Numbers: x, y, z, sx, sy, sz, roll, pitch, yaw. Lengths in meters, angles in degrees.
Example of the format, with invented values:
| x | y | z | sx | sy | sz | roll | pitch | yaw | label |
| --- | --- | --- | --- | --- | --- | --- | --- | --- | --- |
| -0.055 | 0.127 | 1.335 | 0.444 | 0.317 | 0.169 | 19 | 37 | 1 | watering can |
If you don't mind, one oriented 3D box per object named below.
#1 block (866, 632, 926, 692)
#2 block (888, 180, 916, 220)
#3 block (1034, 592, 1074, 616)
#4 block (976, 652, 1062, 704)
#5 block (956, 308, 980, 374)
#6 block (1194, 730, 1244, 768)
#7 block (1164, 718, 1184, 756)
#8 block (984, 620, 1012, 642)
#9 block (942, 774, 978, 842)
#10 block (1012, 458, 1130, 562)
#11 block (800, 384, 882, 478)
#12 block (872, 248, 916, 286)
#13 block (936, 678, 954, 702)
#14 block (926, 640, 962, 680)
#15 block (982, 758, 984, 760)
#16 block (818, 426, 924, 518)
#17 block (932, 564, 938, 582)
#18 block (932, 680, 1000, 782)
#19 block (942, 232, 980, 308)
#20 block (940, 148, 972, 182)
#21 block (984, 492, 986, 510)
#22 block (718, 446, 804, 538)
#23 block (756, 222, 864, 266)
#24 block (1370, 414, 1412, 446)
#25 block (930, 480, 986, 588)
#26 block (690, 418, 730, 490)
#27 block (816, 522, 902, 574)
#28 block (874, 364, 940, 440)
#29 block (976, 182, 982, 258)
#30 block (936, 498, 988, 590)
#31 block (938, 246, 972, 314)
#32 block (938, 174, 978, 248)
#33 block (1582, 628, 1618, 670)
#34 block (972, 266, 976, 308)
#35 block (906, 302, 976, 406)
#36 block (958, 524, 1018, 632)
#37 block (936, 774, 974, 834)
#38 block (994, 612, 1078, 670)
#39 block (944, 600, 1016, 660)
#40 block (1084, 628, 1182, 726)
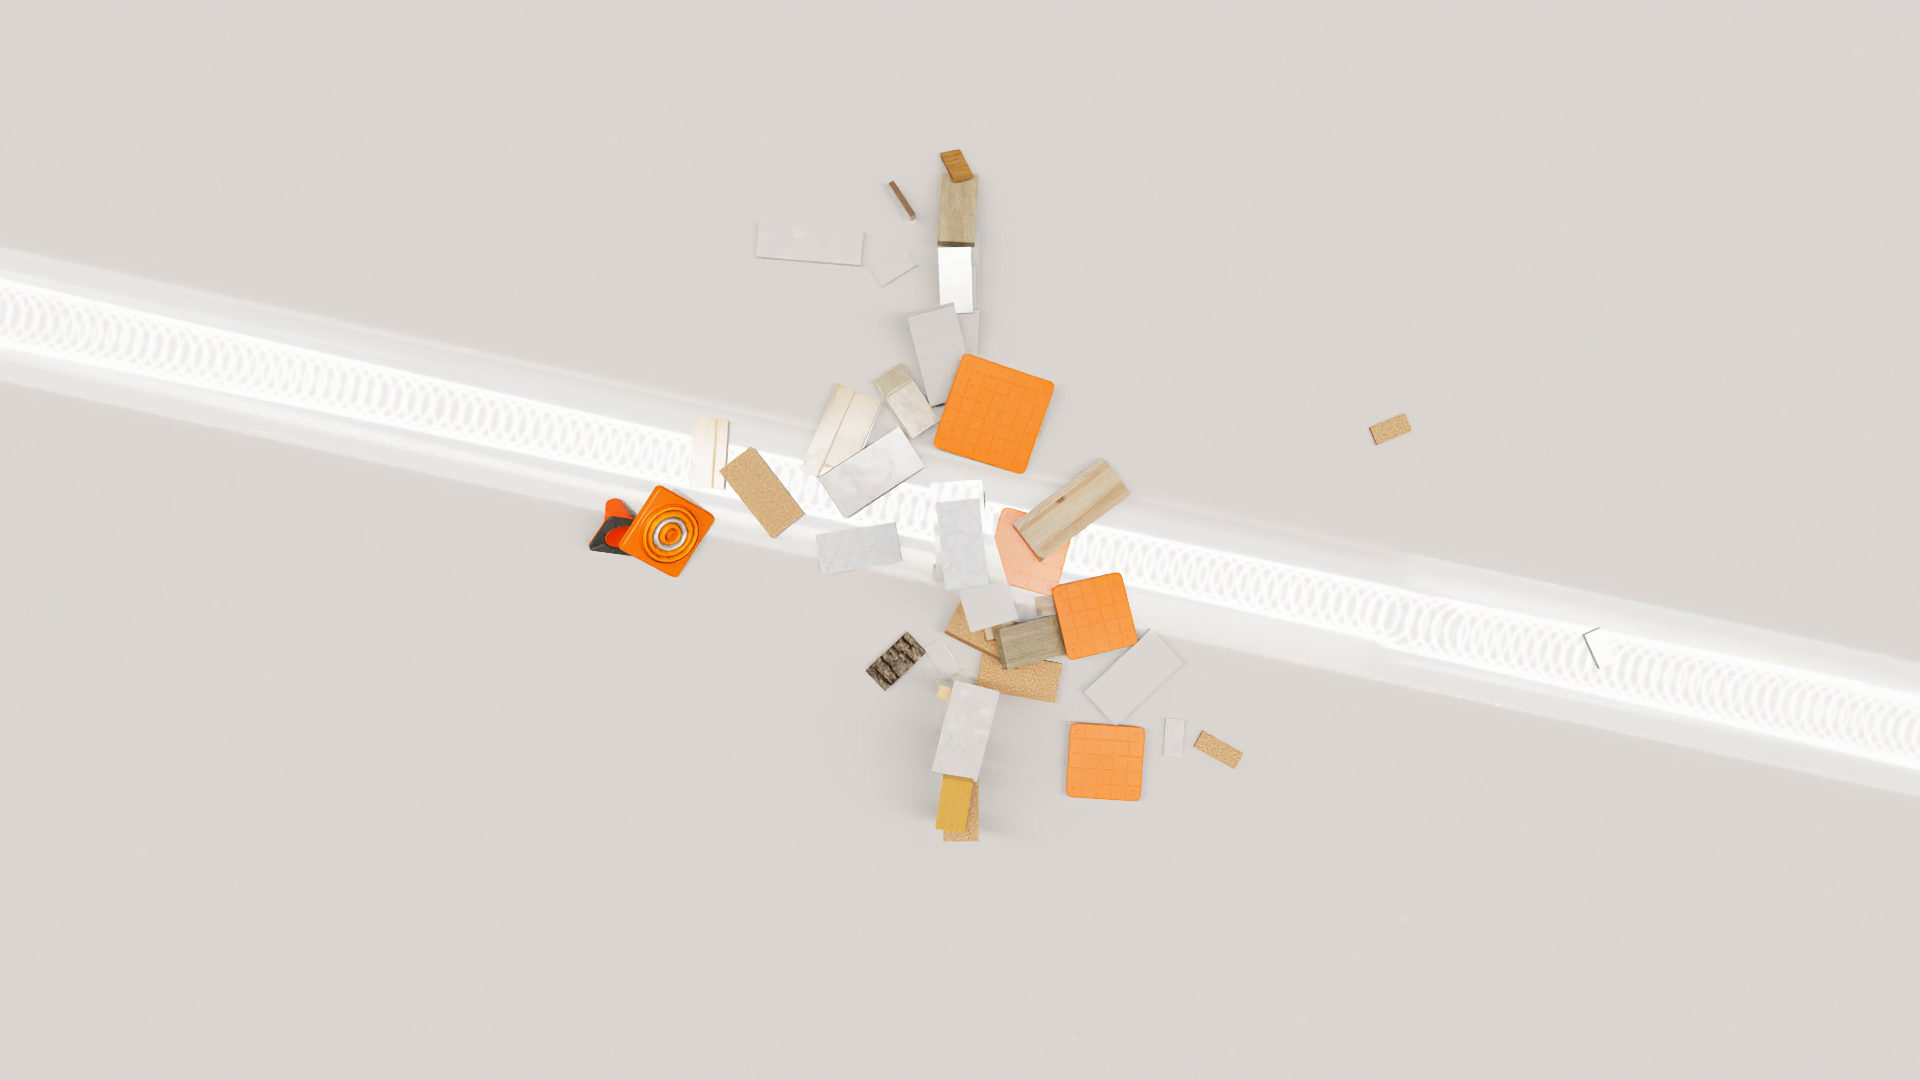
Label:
| x | y | z | sx | sy | sz | roll | pitch | yaw | label |
| --- | --- | --- | --- | --- | --- | --- | --- | --- | --- |
| -0.213 | 0.404 | 5.487 | 0.189 | 0.027 | 0.094 | -43 | 89 | 0 | block |
| -0.191 | -1.124 | 5.466 | 0.019 | 0.067 | 0.134 | -33 | 90 | 0 | block |
| 0.315 | 0.214 | 5.491 | 0.125 | 0.018 | 0.063 | -8 | 90 | 0 | block |
| 0.196 | 0.452 | 5.481 | 0.266 | 0.038 | 0.133 | 10 | 90 | 0 | block |
| 0.006 | -0.660 | 5.454 | 0.106 | 0.030 | 0.212 | 2 | 107 | -1 | block |
| 0.861 | 0.699 | 5.491 | 0.154 | 0.017 | 0.062 | 29 | 90 | 0 | block |
| 0.712 | 0.657 | 5.491 | 0.062 | 0.017 | 0.123 | 4 | 90 | 0 | block |
| 0.112 | 0.236 | 5.447 | 0.095 | 0.027 | 0.189 | -9 | 73 | -10 | block |
| 0.003 | 0.845 | 5.257 | 0.113 | 0.032 | 0.227 | 0 | 90 | 0 | block |
| 0.368 | -0.100 | 5.447 | 0.375 | 0.043 | 0.153 | -37 | 86 | -8 | block |
| -0.395 | -0.344 | 5.478 | 0.158 | 0.045 | 0.315 | 23 | 90 | 0 | block |
| -0.221 | -0.906 | 5.491 | 0.134 | 0.019 | 0.067 | -32 | 90 | 0 | block |
| 0.001 | 0.500 | 5.354 | 0.146 | 0.293 | 0.041 | 16 | 89 | 0 | block |
| -0.056 | 0.397 | 5.491 | 0.062 | 0.017 | 0.123 | -35 | 90 | 0 | block |
| 0.005 | 0.676 | 5.354 | 0.146 | 0.293 | 0.041 | 0 | 90 | 0 | block |
| -0.293 | -0.224 | 5.446 | 0.315 | 0.045 | 0.158 | -33 | 100 | -7 | block |
| -0.008 | 0.103 | 5.336 | 0.163 | 0.327 | 0.046 | -2 | 90 | 0 | block |
| 0.018 | 0.599 | 5.187 | 0.146 | 0.041 | 0.293 | 14 | 90 | 0 | block |
| 0.001 | -0.895 | 5.457 | 0.122 | 0.035 | 0.245 | 0 | 102 | 0 | block |
| -0.012 | -1.237 | 5.447 | 0.067 | 0.019 | 0.134 | -14 | 54 | -12 | block |
| -0.001 | -0.118 | 5.336 | 0.163 | 0.327 | 0.046 | -2 | 88 | 0 | block |
| -0.658 | -0.158 | 5.464 | 0.135 | 0.038 | 0.282 | -38 | 95 | -5 | block |
| -0.499 | -0.984 | 5.484 | 0.348 | 0.033 | 0.115 | 5 | 90 | 0 | block |
| 1.433 | -0.369 | 5.491 | 0.125 | 0.018 | 0.063 | -22 | 90 | 0 | block |
| 0.001 | -0.019 | 5.149 | 0.163 | 0.046 | 0.327 | -5 | 90 | 0 | block |
| -0.834 | -0.287 | 5.484 | 0.115 | 0.033 | 0.230 | 4 | 90 | 0 | block |
| -0.336 | 0.027 | 5.481 | 0.269 | 0.038 | 0.135 | -9 | 91 | 0 | block |
| -0.178 | -0.460 | 5.484 | 0.115 | 0.033 | 0.230 | -34 | 90 | 0 | block |
| 0.007 | -1.064 | 5.483 | 0.122 | 0.035 | 0.245 | 1 | 90 | 0 | block |
| 0.007 | 0.011 | 5.064 | 0.135 | 0.038 | 0.269 | -6 | 90 | 0 | block |
| -0.015 | -0.847 | 5.385 | 0.106 | 0.030 | 0.212 | -2 | 95 | 0 | block |
| -0.006 | -1.084 | 5.418 | 0.122 | 0.035 | 0.245 | 3 | 74 | 1 | block |
| 2.131 | 0.360 | 5.491 | 0.063 | 0.018 | 0.125 | -24 | 90 | 0 | block |
| -0.001 | -0.799 | 5.442 | 0.106 | 0.030 | 0.212 | 0 | 107 | 0 | block |
| -0.060 | -0.608 | 5.411 | 0.158 | 0.045 | 0.315 | -14 | 115 | 1 | block |
| 0.063 | 0.118 | 5.105 | 0.153 | 0.043 | 0.305 | -16 | 90 | 0 | block |
| -0.018 | 0.830 | 5.190 | 0.095 | 0.027 | 0.189 | 9 | 114 | 2 | block |
| 0.249 | 0.332 | 5.425 | 0.266 | 0.038 | 0.133 | -12 | 90 | -26 | block |
| 0.098 | 0.307 | 5.455 | 0.266 | 0.038 | 0.133 | 27 | 70 | 2 | block |
| 0.574 | 0.455 | 5.478 | 0.305 | 0.043 | 0.153 | -43 | 90 | 0 | block |
